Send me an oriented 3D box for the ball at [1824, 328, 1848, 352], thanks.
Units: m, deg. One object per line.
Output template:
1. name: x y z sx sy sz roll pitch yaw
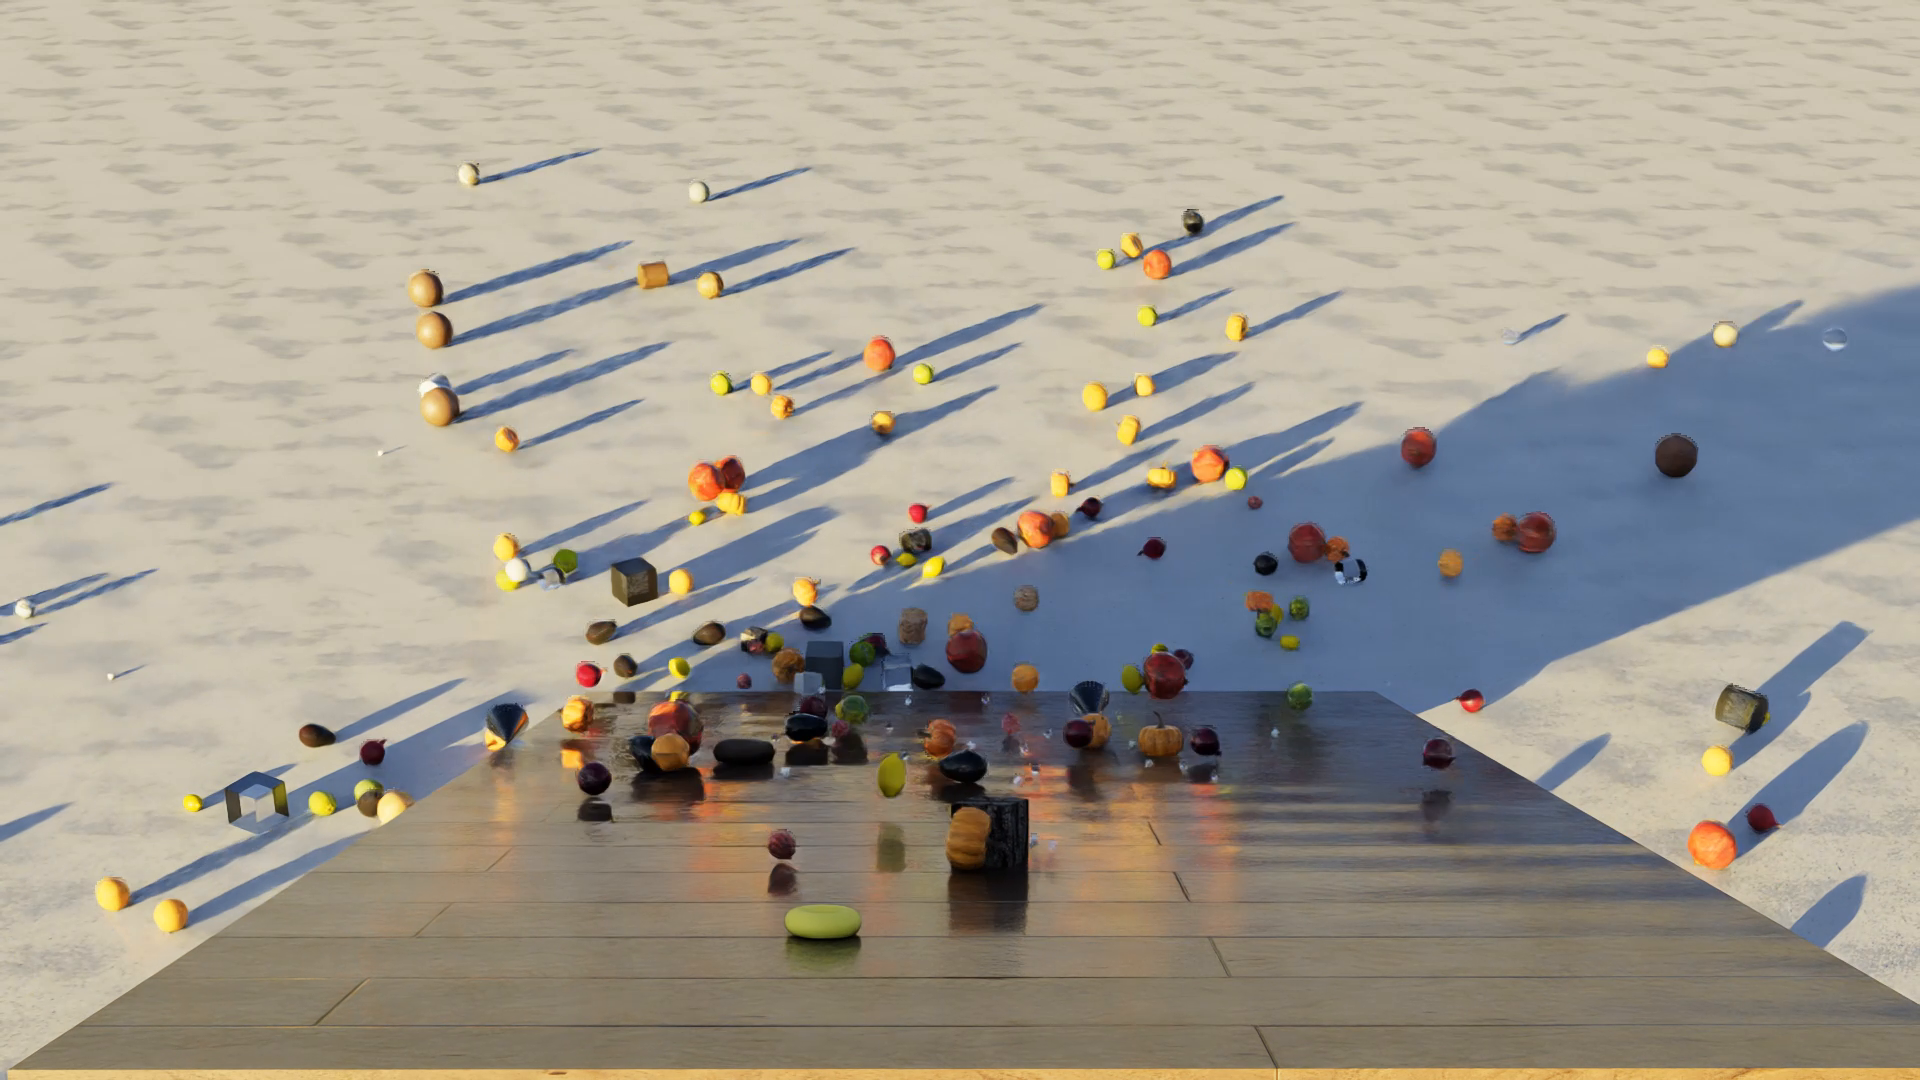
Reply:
1. ball: 3.089 -0.708 9.088 0.085 0.085 0.085 0 24 0

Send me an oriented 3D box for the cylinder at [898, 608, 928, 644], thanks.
1. cylinder: -0.127 0.234 7.002 0.071 0.071 0.071 5 33 -3

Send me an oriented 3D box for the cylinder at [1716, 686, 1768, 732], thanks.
1. cylinder: 1.987 0.431 6.554 0.094 0.094 0.094 21 32 39

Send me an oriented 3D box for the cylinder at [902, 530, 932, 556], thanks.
1. cylinder: -0.127 0.006 7.528 0.065 0.065 0.065 -13 27 -28

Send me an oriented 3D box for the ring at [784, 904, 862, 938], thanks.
1. ring: -0.173 0.483 3.258 0.098 0.033 0.098 1 1 0

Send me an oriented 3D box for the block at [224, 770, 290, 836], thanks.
1. block: -1.670 0.624 6.120 0.098 0.098 0.098 14 28 29

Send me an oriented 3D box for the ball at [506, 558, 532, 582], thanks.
1. ball: -1.244 0.083 7.260 0.070 0.070 0.070 0 24 0

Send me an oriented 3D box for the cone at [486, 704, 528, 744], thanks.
1. cone: -0.953 0.405 5.423 0.089 0.089 0.089 -4 28 -8

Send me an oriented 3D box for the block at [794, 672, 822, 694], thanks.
1. block: -0.382 0.361 6.490 0.052 0.052 0.052 -1 2 -30

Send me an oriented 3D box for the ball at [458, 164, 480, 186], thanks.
1. ball: -2.087 -1.554 10.952 0.092 0.092 0.092 0 24 0

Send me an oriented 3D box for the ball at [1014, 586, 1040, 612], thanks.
1. ball: 0.186 0.165 7.171 0.069 0.069 0.069 0 24 0

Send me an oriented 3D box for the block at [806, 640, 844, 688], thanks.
1. block: -0.356 0.328 6.781 0.094 0.094 0.094 0 24 0

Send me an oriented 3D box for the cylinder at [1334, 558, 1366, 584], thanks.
1. cylinder: 1.113 0.090 7.343 0.066 0.066 0.066 -10 26 -21

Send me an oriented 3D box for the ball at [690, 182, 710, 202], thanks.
1. ball: -1.085 -1.449 10.727 0.085 0.085 0.085 0 24 0

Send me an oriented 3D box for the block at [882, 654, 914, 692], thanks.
1. block: -0.164 0.351 6.757 0.072 0.072 0.072 -4 25 -10

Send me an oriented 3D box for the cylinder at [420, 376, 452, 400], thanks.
1. cylinder: -1.763 -0.510 8.661 0.074 0.074 0.074 12 15 24

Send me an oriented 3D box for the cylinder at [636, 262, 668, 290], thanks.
1. cylinder: -1.160 -0.998 9.717 0.095 0.095 0.095 -11 26 -23

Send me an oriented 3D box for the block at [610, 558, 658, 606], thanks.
1. block: -0.916 0.117 7.247 0.094 0.094 0.094 -16 29 -31

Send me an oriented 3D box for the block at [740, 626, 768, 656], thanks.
1. block: -0.554 0.271 6.957 0.053 0.053 0.053 14 28 29

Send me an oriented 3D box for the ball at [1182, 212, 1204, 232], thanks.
1. ball: 0.936 -1.277 10.349 0.084 0.084 0.084 0 24 0

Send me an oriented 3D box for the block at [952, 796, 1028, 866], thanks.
1. block: 0.045 0.434 3.842 0.089 0.089 0.089 1 2 22

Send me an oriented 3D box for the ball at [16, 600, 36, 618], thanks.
1. ball: -2.587 0.190 7.135 0.054 0.054 0.054 0 24 0

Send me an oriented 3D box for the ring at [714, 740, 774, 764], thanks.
1. ring: -0.424 0.416 5.065 0.120 0.040 0.120 1 2 0

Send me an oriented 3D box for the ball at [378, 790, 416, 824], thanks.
1. ball: -1.333 0.638 6.098 0.091 0.091 0.091 0 24 0

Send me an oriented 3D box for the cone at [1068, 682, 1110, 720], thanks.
1. cone: 0.299 0.387 5.870 0.095 0.095 0.095 -2 29 -4

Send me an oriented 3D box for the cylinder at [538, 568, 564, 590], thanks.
1. cylinder: -1.158 0.112 7.309 0.054 0.054 0.054 -12 26 -39

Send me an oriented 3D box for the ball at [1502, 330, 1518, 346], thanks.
1. ball: 1.950 -0.719 9.146 0.055 0.055 0.055 0 24 0

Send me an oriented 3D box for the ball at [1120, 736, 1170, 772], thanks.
1. ball: 0.356 0.427 4.959 0.100 0.100 0.100 0 24 0

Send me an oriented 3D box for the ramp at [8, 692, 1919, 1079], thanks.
1. ramp: 0.056 0.504 4.548 2.000 0.100 4.000 0 2 0

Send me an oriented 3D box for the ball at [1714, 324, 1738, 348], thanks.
1. ball: 2.713 -0.724 9.123 0.085 0.085 0.085 0 24 0
